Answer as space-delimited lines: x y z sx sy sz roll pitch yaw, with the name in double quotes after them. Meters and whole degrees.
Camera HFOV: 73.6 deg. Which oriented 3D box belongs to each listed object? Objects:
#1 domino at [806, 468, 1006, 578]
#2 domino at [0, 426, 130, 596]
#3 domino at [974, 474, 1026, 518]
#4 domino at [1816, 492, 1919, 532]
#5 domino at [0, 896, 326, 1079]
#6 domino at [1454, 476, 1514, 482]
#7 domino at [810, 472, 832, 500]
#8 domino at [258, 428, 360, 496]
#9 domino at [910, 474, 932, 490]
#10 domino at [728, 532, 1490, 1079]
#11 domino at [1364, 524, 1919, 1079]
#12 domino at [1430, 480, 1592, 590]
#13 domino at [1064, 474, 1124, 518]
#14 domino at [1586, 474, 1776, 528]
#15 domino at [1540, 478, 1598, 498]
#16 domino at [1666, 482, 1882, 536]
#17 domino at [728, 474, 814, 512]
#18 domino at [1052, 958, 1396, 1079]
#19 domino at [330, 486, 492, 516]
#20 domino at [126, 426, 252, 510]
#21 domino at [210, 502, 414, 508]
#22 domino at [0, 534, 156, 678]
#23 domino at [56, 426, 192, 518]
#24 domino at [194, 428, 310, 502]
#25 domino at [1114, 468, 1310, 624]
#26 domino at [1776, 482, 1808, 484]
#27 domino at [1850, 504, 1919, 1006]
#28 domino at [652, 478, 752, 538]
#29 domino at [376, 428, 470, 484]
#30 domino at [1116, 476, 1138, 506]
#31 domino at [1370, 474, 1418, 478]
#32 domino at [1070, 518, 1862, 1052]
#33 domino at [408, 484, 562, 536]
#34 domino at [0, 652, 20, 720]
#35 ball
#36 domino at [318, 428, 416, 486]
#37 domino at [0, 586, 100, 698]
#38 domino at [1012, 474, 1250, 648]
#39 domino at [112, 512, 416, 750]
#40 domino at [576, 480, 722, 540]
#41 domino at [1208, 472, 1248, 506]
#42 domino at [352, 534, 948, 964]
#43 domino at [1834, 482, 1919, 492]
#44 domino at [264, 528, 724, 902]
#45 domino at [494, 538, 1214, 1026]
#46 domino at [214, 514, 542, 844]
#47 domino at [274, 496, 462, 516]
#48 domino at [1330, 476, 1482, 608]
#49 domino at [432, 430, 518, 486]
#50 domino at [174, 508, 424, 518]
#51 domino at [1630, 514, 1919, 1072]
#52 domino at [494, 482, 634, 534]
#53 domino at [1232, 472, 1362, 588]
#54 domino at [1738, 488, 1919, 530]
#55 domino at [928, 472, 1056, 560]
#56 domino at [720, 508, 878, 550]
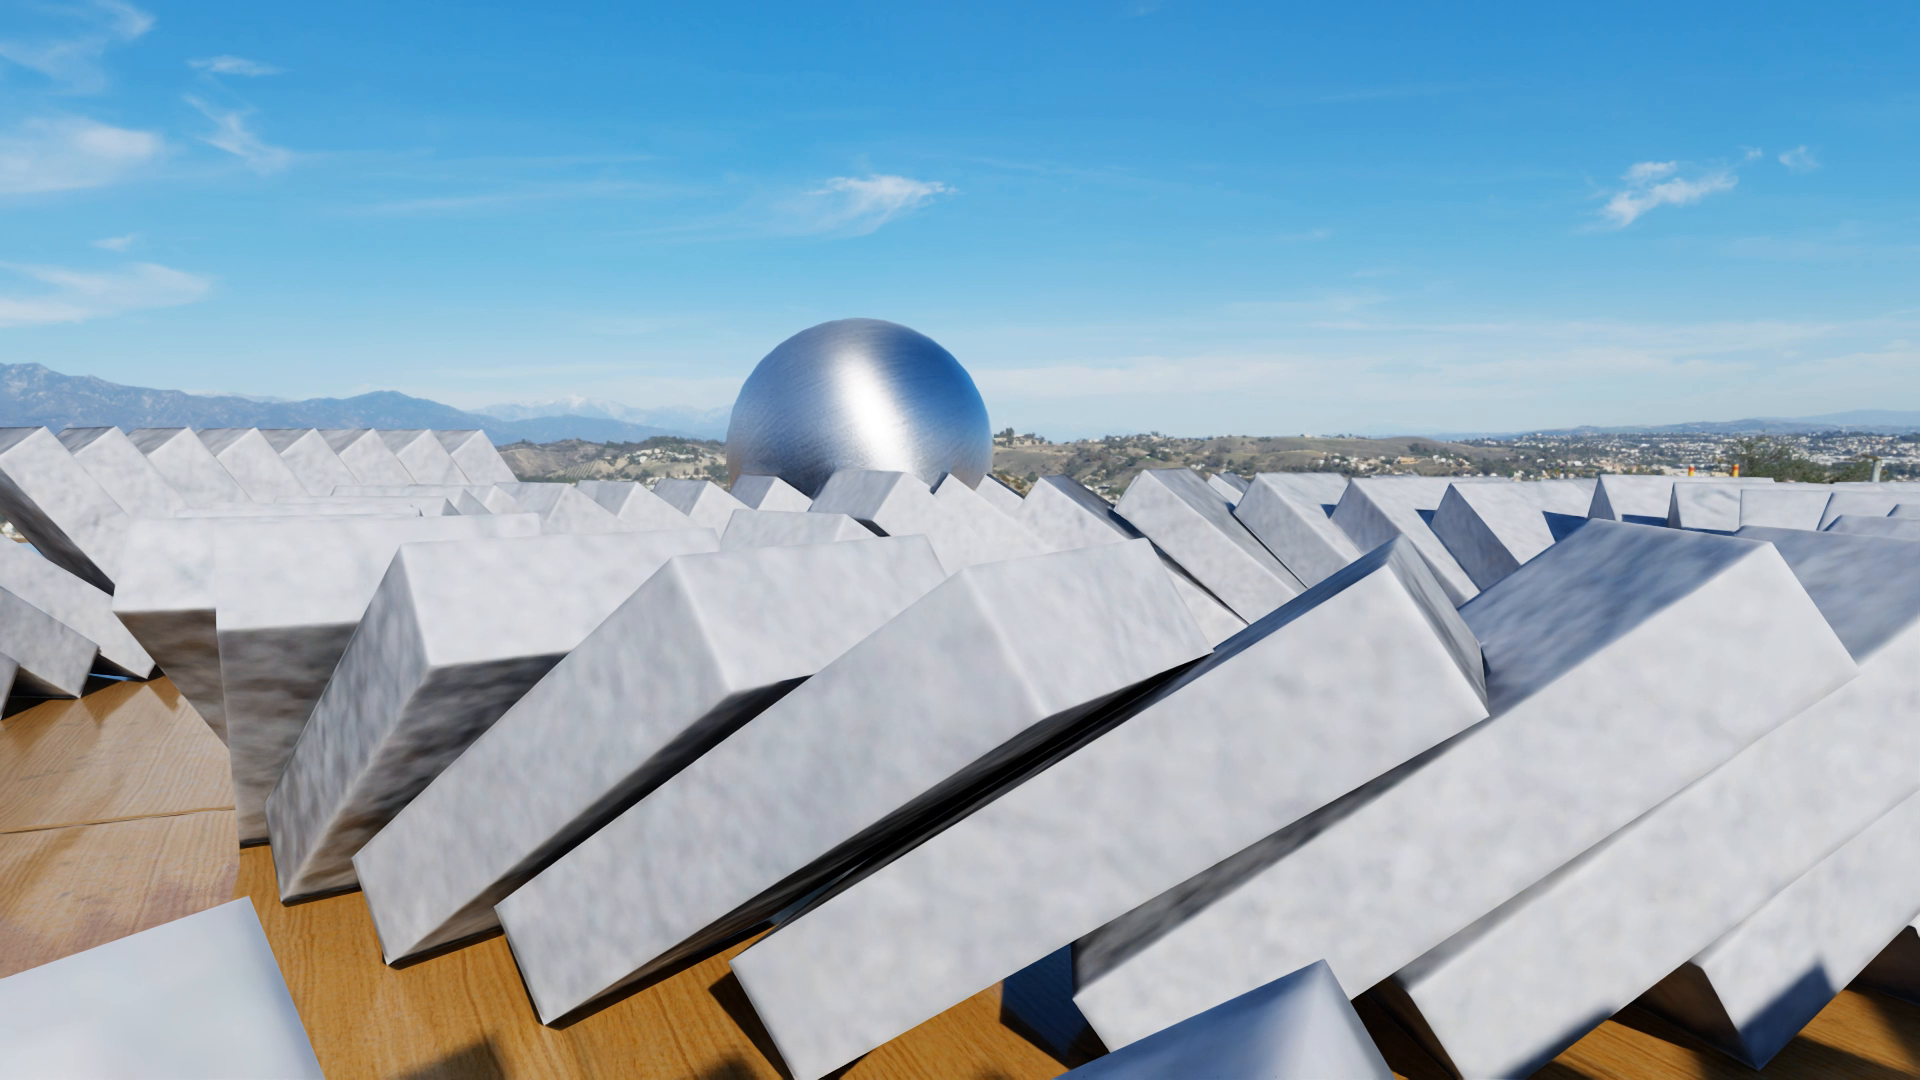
0.000 0.007 0.220 0.050 0.010 0.025 41 -17 -27 "domino"
-0.160 0.002 0.238 0.025 0.050 0.010 3 43 37 "domino"
0.025 0.001 0.317 0.050 0.009 0.025 33 5 0 "domino"
0.096 0.014 0.129 0.025 0.010 0.050 5 42 47 "domino"
-0.035 0.024 0.021 0.050 0.009 0.025 -33 -11 25 "domino"
0.133 0.004 0.287 0.025 0.009 0.050 -3 38 -40 "domino"
-0.012 0.002 0.308 0.050 0.009 0.025 33 -3 -12 "domino"
-0.134 -0.001 0.278 0.025 0.050 0.010 3 42 38 "domino"
0.006 0.001 0.314 0.050 0.009 0.025 33 1 -6 "domino"
0.011 0.018 0.089 0.050 0.009 0.025 -35 -8 20 "domino"
0.050 0.018 0.095 0.050 0.010 0.025 -34 8 -4 "domino"
0.100 0.009 0.205 0.025 0.009 0.050 -1 39 -15 "domino"
0.044 0.001 0.317 0.050 0.009 0.025 33 7 4 "domino"
0.110 0.010 0.185 0.025 0.009 0.050 2 41 10 "domino"
0.147 0.005 0.273 0.025 0.009 0.050 -2 37 -33 "domino"
0.109 0.012 0.166 0.025 0.010 0.050 2 40 21 "domino"
-0.029 0.003 0.295 0.050 0.009 0.025 35 -13 -26 "domino"
-0.016 0.024 0.016 0.050 0.010 0.025 -33 -7 20 "domino"
-0.081 0.008 0.217 0.025 0.009 0.050 2 -30 20 "domino"
-0.148 0.000 0.259 0.025 0.050 0.010 3 42 37 "domino"
-0.080 0.012 0.178 0.025 0.009 0.050 0 -29 1 "domino"
-0.165 0.007 0.218 0.025 0.009 0.050 1 -32 26 "domino"
-0.154 0.001 0.249 0.025 0.050 0.010 3 42 38 "domino"
-0.141 0.000 0.268 0.025 0.050 0.010 3 42 37 "domino"
0.055 0.006 0.241 0.050 0.010 0.025 42 22 20 "domino"
0.169 0.007 0.242 0.025 0.009 0.050 -2 37 -22 "domino"
0.084 0.016 0.113 0.050 0.009 0.025 -38 19 -18 "domino"
-0.043 0.004 0.283 0.050 0.010 0.025 37 -18 -33 "domino"
-0.118 -0.003 0.296 0.025 0.050 0.010 3 42 38 "domino"
0.064 0.001 0.317 0.050 0.009 0.025 34 12 11 "domino"
0.119 0.003 0.299 0.025 0.009 0.050 -4 38 -47 "domino"
0.031 0.017 0.090 0.050 0.009 0.025 -35 1 6 "domino"
-0.077 0.007 0.237 0.025 0.009 0.050 2 -28 35 "domino"
-0.160 0.012 0.177 0.025 0.009 0.050 0 -28 -1 "domino"
-0.030 -0.026 0.386 0.080 0.080 0.080 0 4 0 "ball"
-0.126 -0.002 0.287 0.025 0.050 0.009 3 42 38 "domino"
-0.162 0.010 0.196 0.025 0.010 0.050 0 -28 5 "domino"
0.035 0.006 0.242 0.050 0.010 0.025 36 12 9 "domino"
-0.069 0.014 0.141 0.025 0.010 0.050 -2 -29 -13 "domino"
-0.056 0.005 0.269 0.025 0.009 0.050 5 -26 48 "domino"
0.082 0.001 0.313 0.050 0.009 0.025 36 16 16 "domino"
-0.025 0.017 0.102 0.050 0.009 0.025 -38 -19 33 "domino"
0.178 0.008 0.224 0.025 0.009 0.050 -1 38 -12 "domino"
-0.042 0.016 0.112 0.025 0.010 0.050 -4 -28 -41 "domino"
-0.008 0.018 0.093 0.050 0.009 0.025 -36 -15 29 "domino"
-0.057 0.015 0.125 0.025 0.010 0.050 -3 -30 -29 "domino"
-0.081 0.010 0.197 0.025 0.009 0.050 1 -29 7 "domino"
0.089 0.008 0.221 0.025 0.010 0.050 -2 40 -26 "domino"
-0.110 -0.003 0.305 0.025 0.050 0.010 3 42 38 "domino"
-0.075 0.013 0.159 0.025 0.009 0.050 -1 -29 -9 "domino"
0.068 0.017 0.103 0.050 0.010 0.025 -36 13 -11 "domino"
-0.068 0.006 0.253 0.025 0.009 0.050 3 -28 40 "domino"
0.076 0.006 0.235 0.025 0.009 0.050 -2 40 -37 "domino"
0.104 0.013 0.148 0.025 0.010 0.050 3 40 31 "domino"
0.015 0.006 0.237 0.050 0.010 0.025 36 1 -5 "domino"
-0.012 0.011 0.201 0.025 0.010 0.050 4 -24 42 "domino"
